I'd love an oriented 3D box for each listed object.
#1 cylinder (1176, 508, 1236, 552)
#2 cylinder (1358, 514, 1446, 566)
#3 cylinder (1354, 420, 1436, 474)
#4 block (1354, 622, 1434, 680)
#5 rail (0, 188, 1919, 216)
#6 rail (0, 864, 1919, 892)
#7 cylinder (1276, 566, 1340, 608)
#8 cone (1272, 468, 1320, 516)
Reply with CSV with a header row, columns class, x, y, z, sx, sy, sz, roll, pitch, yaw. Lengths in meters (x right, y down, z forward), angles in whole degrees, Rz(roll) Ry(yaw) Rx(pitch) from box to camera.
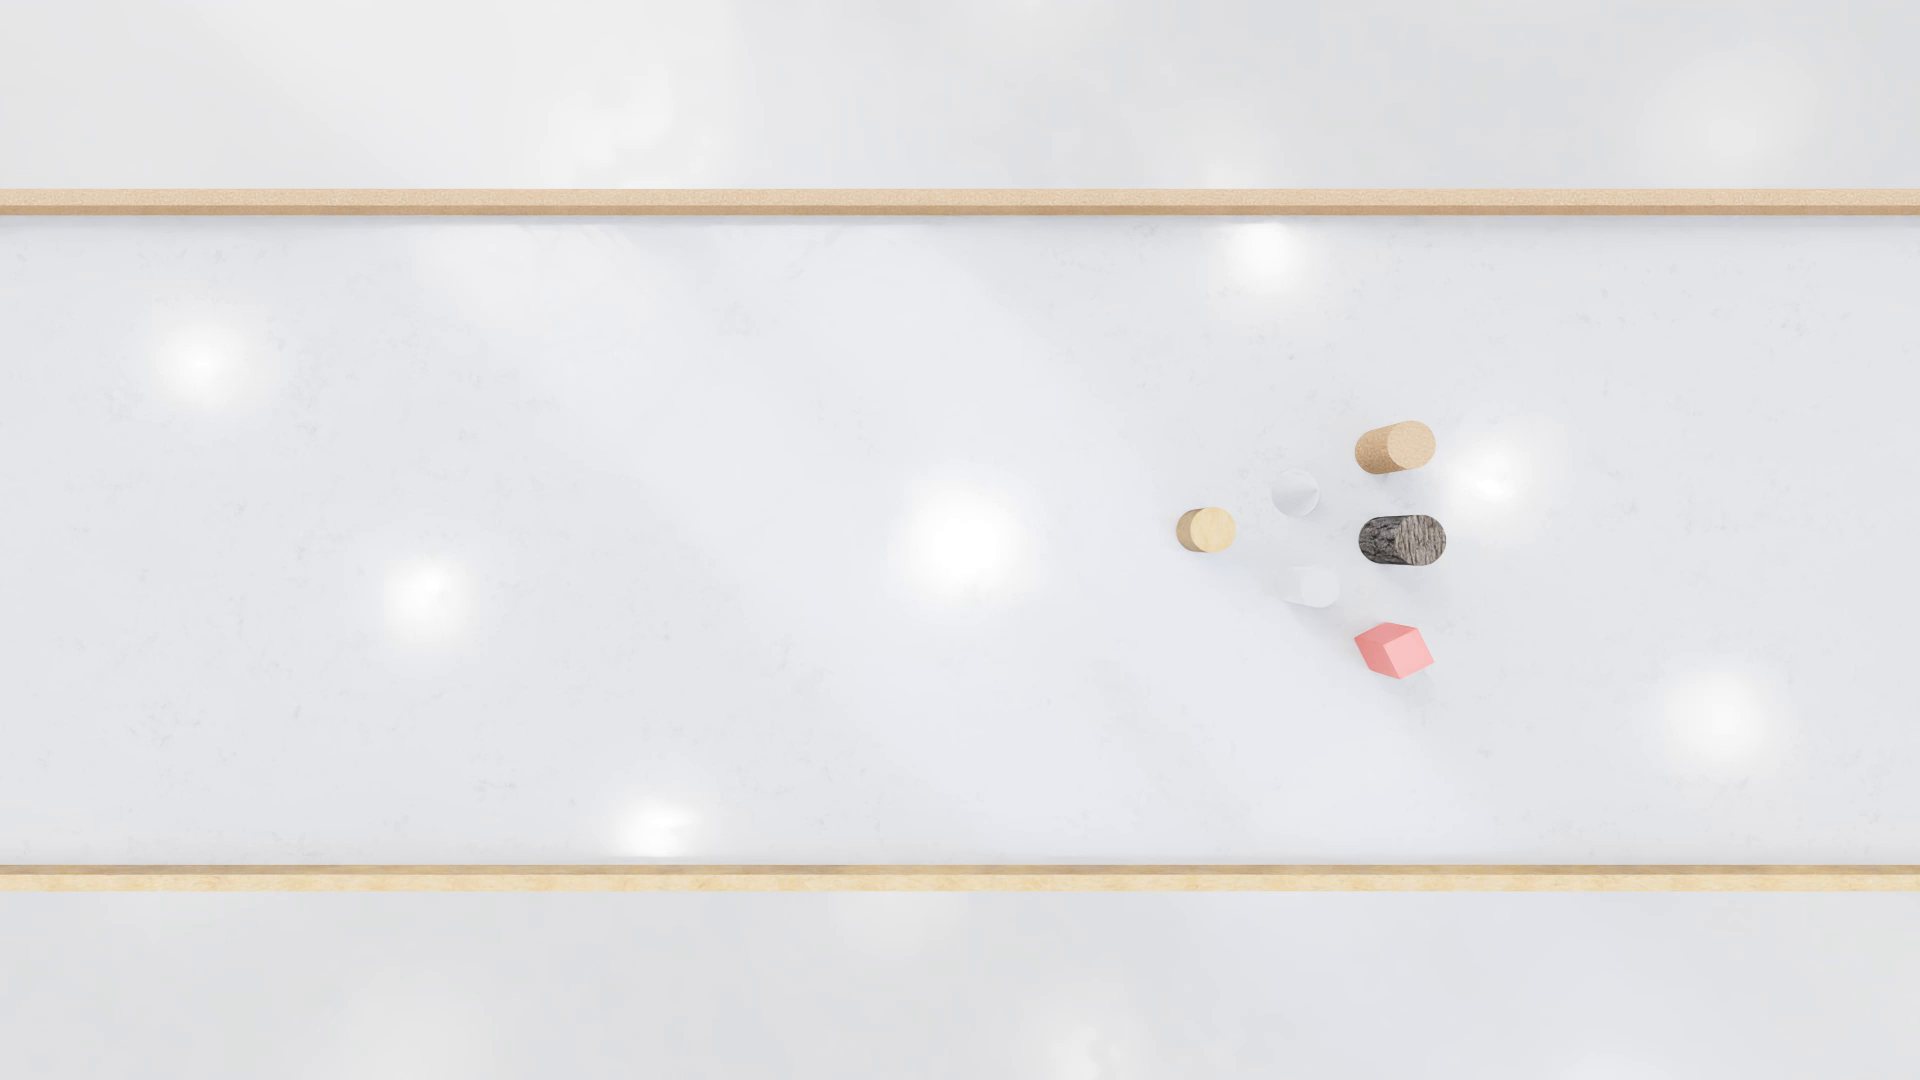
class,x,y,z,sx,sy,sz,roll,pitch,yaw
cylinder,0.731,-0.029,4.920,0.133,0.313,0.133,0,90,0
cylinder,1.299,0.001,4.864,0.146,0.424,0.146,0,90,0
cylinder,1.284,-0.271,4.883,0.139,0.387,0.139,0,90,0
block,1.285,0.326,4.899,0.111,0.355,0.111,-27,90,0
rail,-2.247,-1.025,5.002,12.000,0.150,0.050,0,90,0
rail,-2.247,1.025,5.001,12.000,0.150,0.050,0,90,0
cylinder,1.029,0.137,4.897,0.113,0.358,0.113,0,90,0
cone,1.033,-0.145,4.919,0.149,0.316,0.149,0,90,0
